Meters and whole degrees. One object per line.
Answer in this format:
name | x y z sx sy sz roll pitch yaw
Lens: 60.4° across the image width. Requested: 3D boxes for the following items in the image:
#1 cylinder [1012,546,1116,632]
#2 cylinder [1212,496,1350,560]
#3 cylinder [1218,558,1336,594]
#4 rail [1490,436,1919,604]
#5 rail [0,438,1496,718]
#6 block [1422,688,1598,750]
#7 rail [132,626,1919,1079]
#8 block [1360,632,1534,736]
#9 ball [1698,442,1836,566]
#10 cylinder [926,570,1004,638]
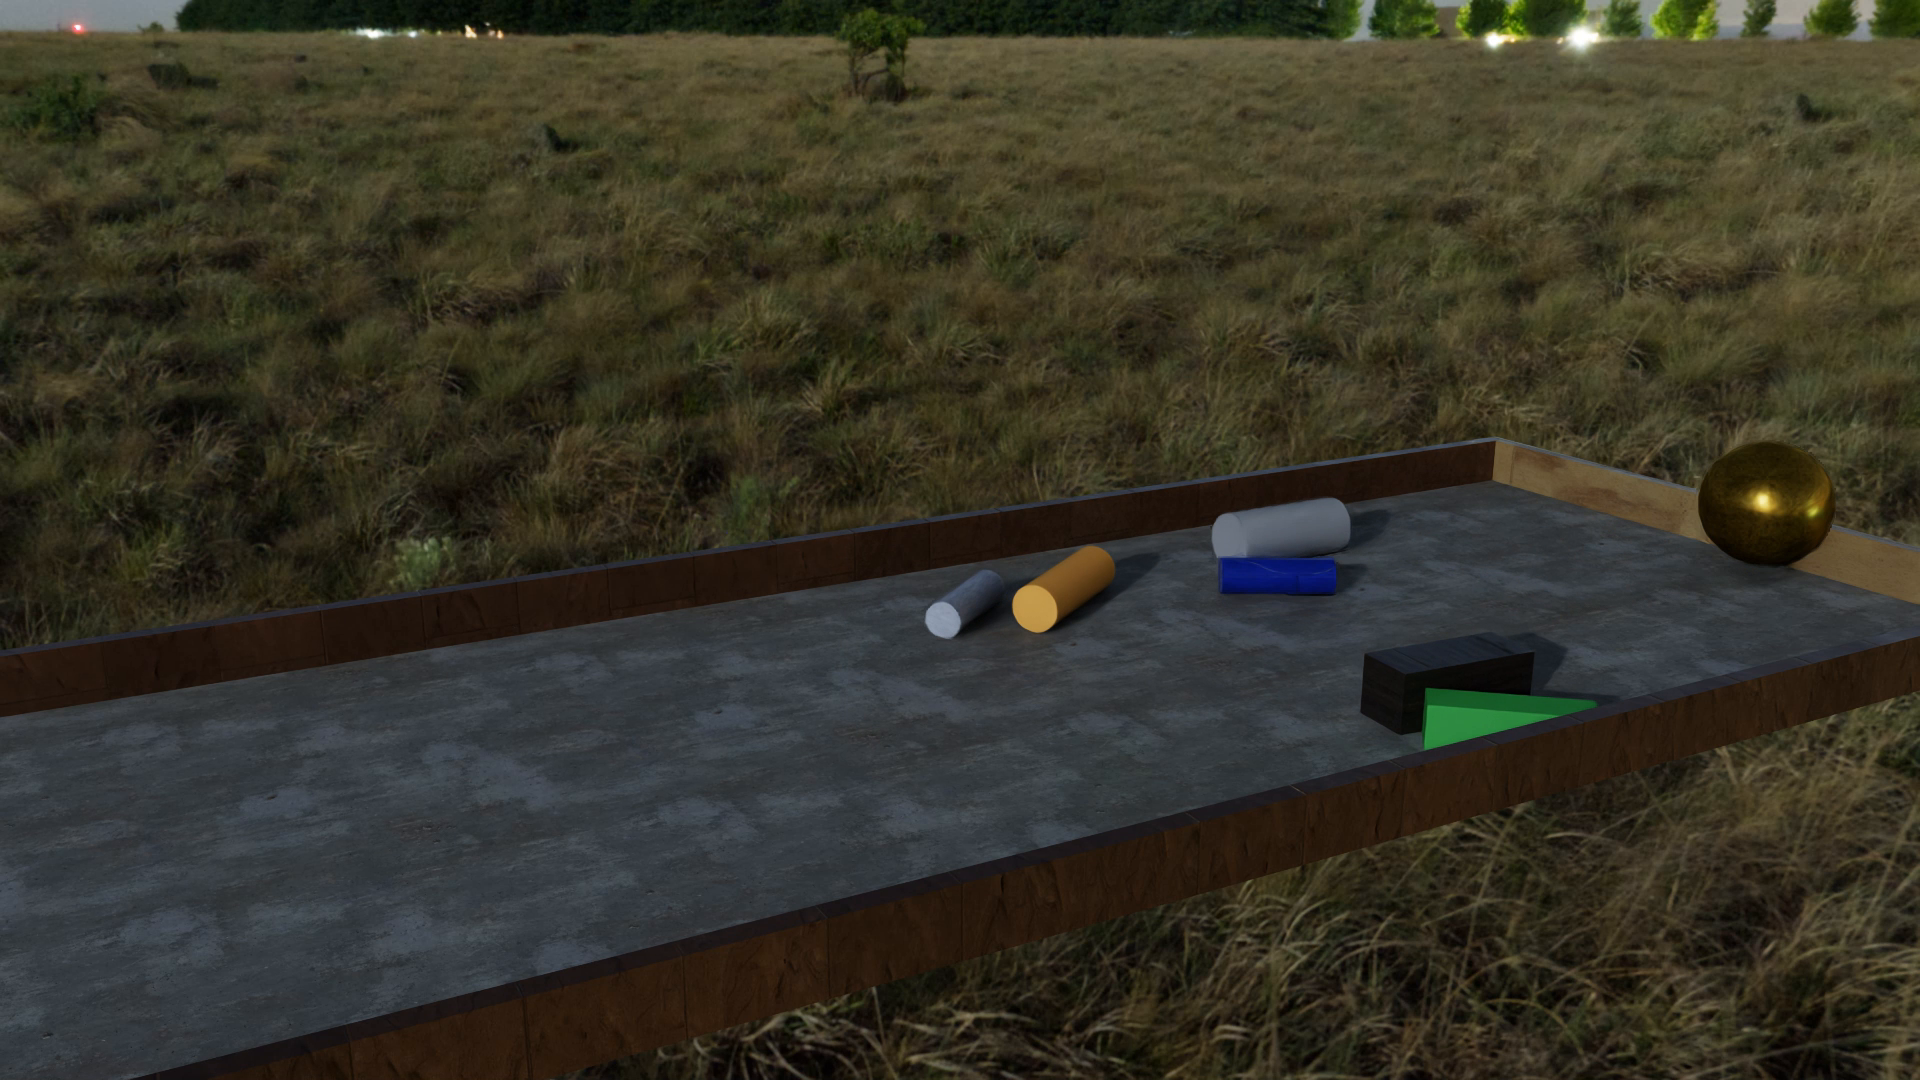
cylinder | 0.298 0.135 4.657 0.135 0.135 0.416 8 18 26
cylinder | 0.999 -0.022 5.120 0.403 0.175 0.175 -10 19 -27
cylinder | 0.922 0.106 4.807 0.326 0.106 0.106 0 16 1
rail | 2.466 -0.048 5.253 0.050 0.150 2.100 -9 18 -27
rail | -3.305 0.497 3.399 12.000 0.150 0.050 -9 18 -27
block | 1.244 0.420 3.733 0.372 0.109 0.109 4 17 12
rail | -2.336 1.006 1.665 12.000 0.150 0.050 -9 18 -27
block | 1.162 0.339 3.934 0.378 0.151 0.151 -7 18 -23
ball | 2.404 -0.110 4.923 0.369 0.369 0.369 0 16 0
cylinder | 0.017 0.176 4.573 0.103 0.103 0.316 7 18 22
